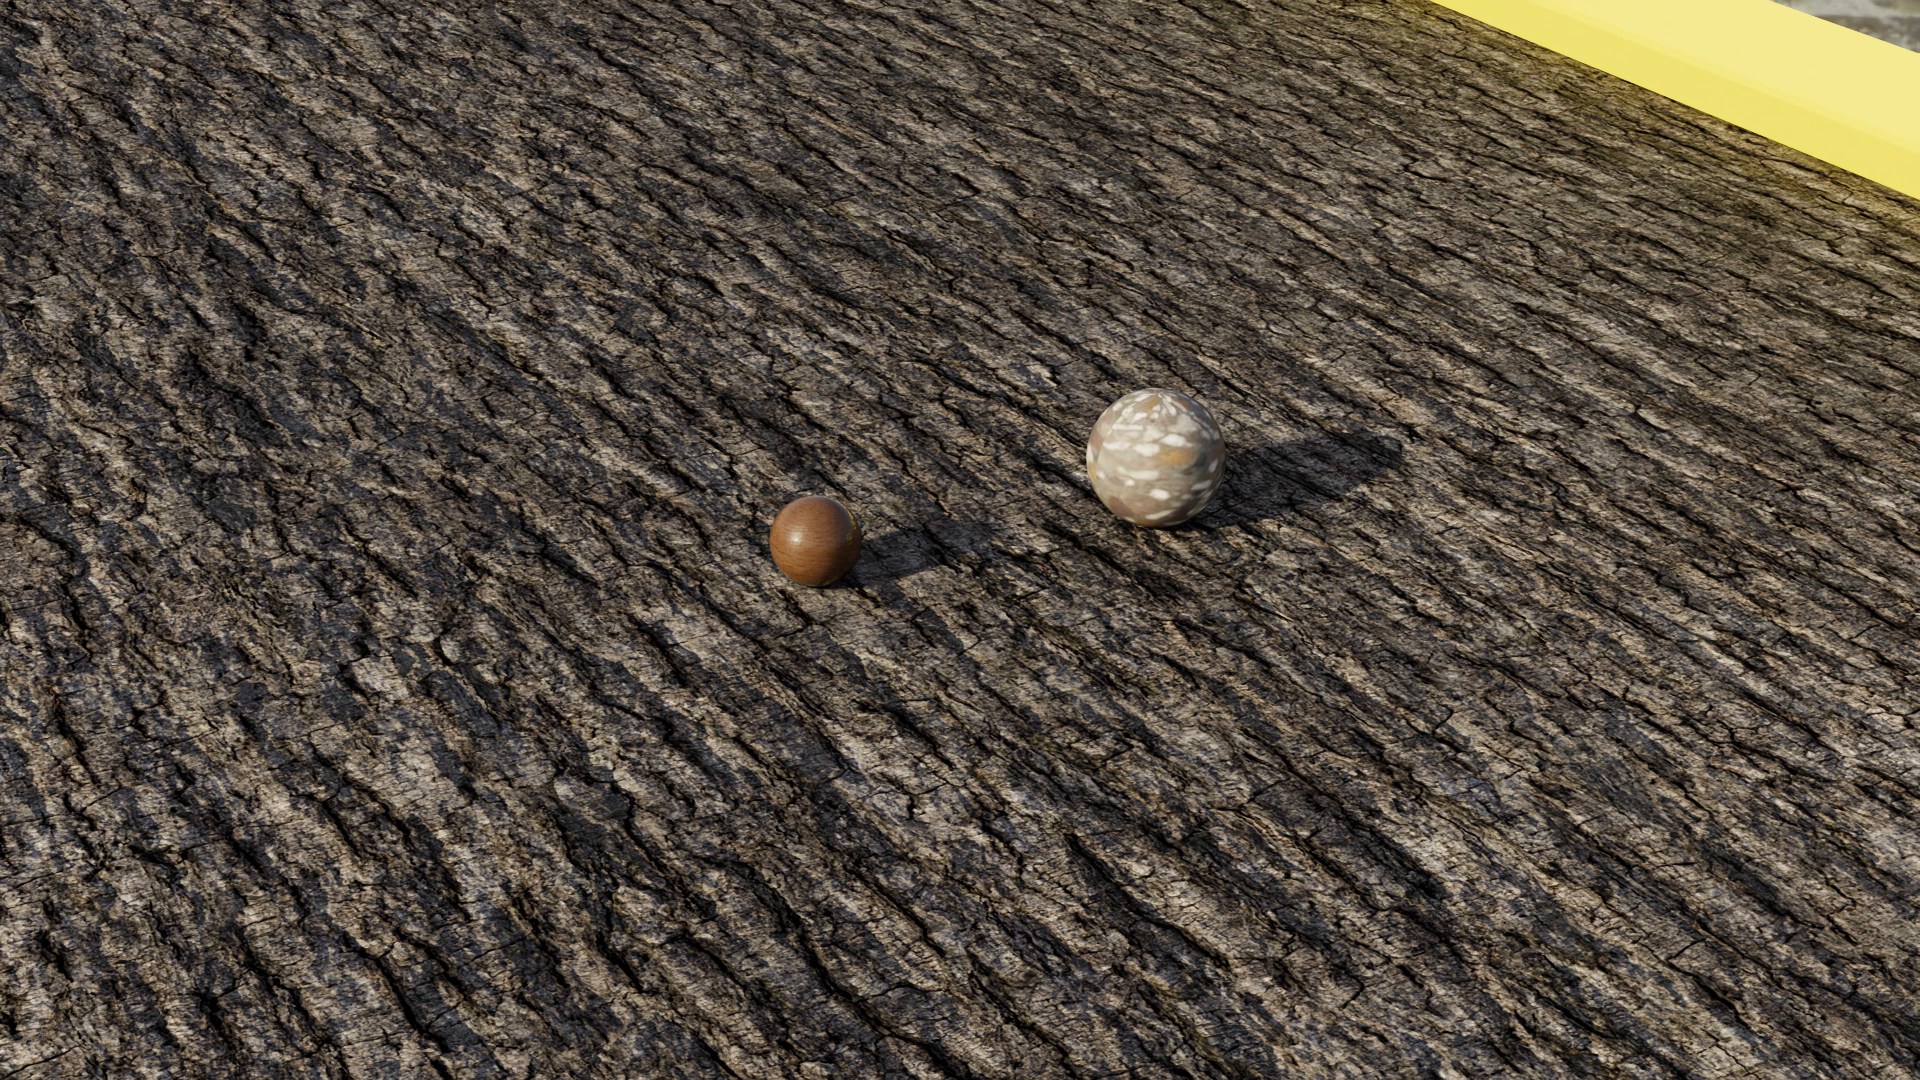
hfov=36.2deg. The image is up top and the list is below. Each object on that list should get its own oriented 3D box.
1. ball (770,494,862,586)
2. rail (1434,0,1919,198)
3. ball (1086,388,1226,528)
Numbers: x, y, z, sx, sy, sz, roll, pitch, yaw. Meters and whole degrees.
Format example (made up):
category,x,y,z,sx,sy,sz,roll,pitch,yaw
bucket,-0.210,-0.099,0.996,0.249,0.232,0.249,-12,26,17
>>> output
category,x,y,z,sx,sy,sz,roll,pitch,yaw
ball,-0.098,0.000,1.989,0.063,0.063,0.063,0,27,0
rail,0.504,-0.645,3.198,0.045,0.128,3.832,-14,30,-26
ball,0.138,-0.058,2.064,0.099,0.099,0.099,0,27,0
